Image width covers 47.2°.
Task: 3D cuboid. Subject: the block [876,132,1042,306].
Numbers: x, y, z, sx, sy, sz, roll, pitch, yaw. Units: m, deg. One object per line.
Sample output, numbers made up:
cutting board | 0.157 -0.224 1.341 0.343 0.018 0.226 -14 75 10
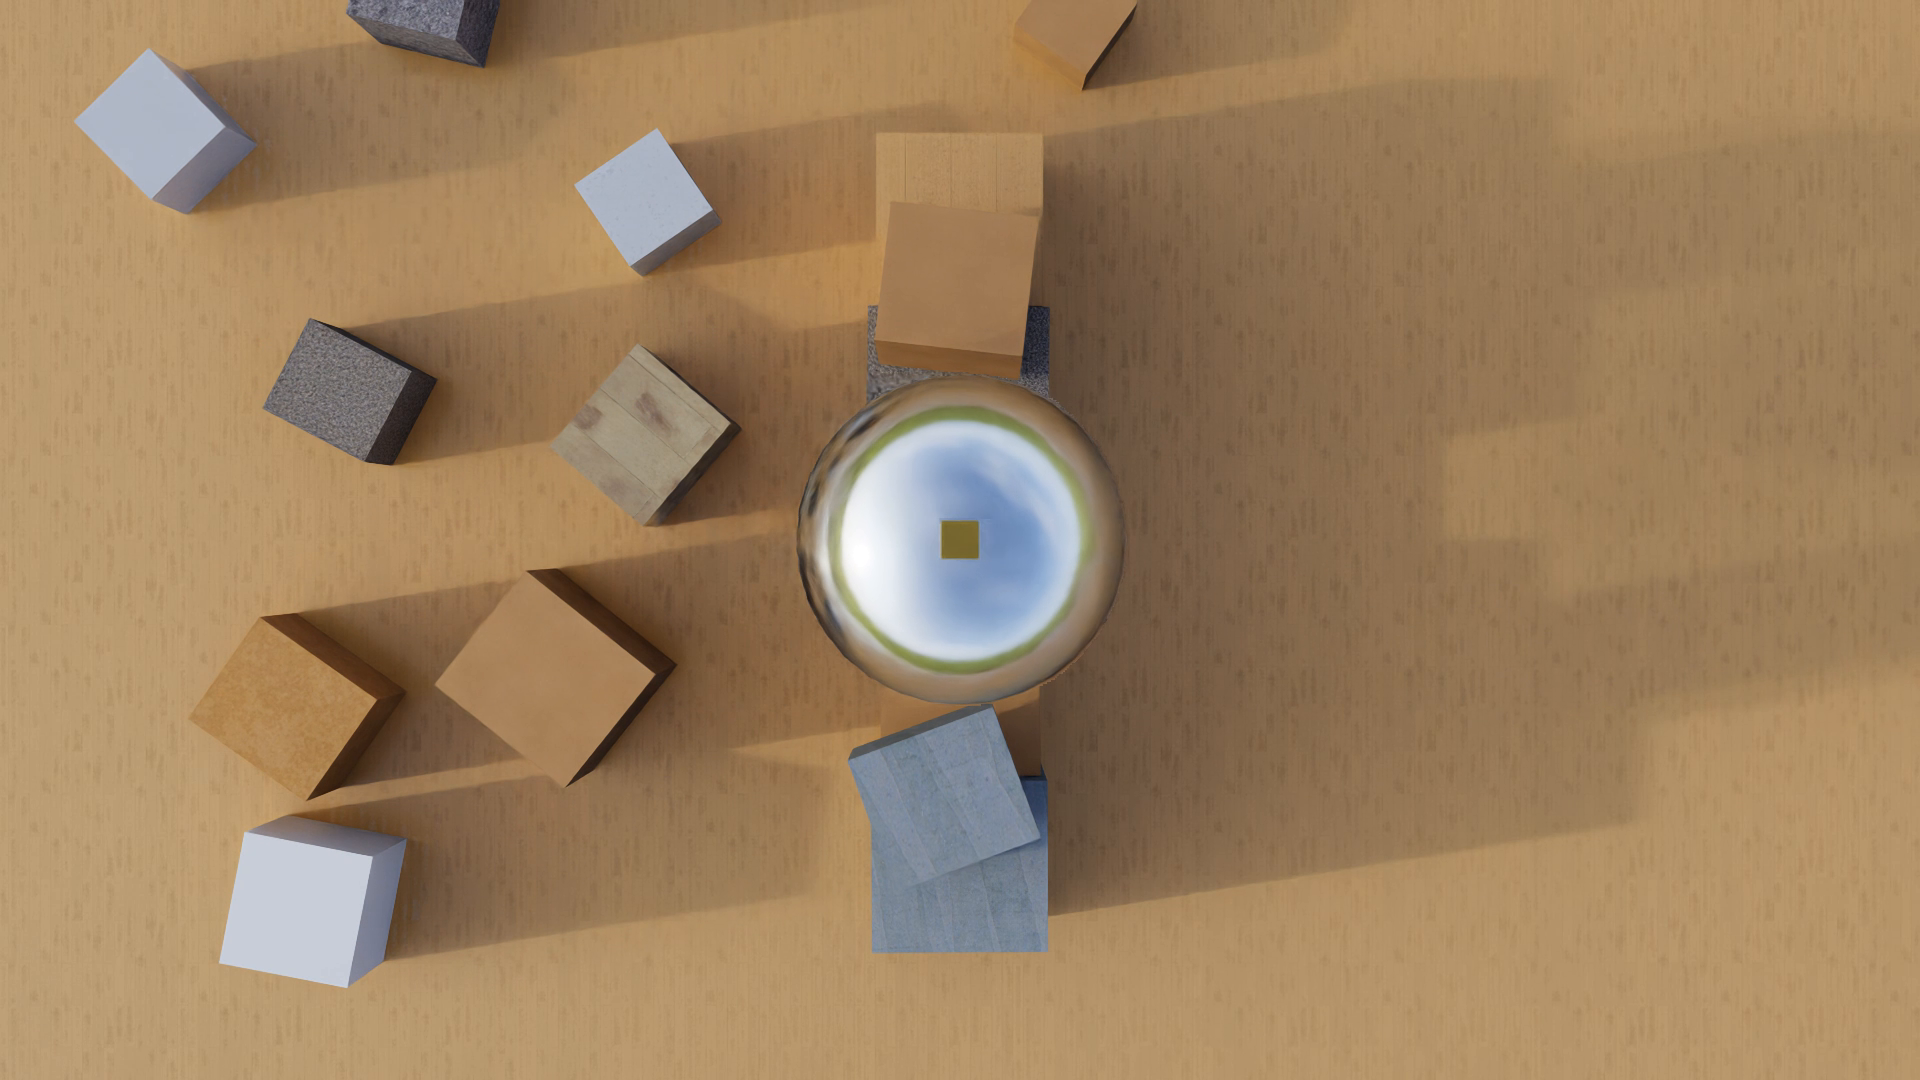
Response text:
block | -0.004 -1.759 12.530 0.917 0.939 0.949 0 90 0

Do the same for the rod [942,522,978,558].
rod | 0.003 0.000 7.260 0.080 5.200 0.080 0 90 0

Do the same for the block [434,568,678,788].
block | -2.276 0.765 12.529 0.914 0.941 0.800 39 90 0

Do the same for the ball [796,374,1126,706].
ball | 0.006 0.000 10.660 1.600 1.600 1.600 0 90 0

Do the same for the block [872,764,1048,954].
block | -0.002 1.772 12.458 0.957 1.085 0.928 0 90 0

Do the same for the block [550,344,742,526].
block | -1.797 -0.591 12.675 0.690 0.651 0.764 40 90 0

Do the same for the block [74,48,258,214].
block | -4.577 -2.351 12.710 0.592 0.580 0.619 -44 90 0

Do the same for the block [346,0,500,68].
block | -3.041 -3.183 12.629 0.629 0.742 0.661 14 90 0

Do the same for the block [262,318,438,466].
block | -3.508 -0.845 12.688 0.649 0.624 0.576 28 90 0

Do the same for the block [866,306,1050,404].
block | -0.012 -0.748 12.509 0.994 0.982 1.061 1 90 0

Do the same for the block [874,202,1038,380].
block | -0.018 -1.314 11.682 0.767 0.675 0.736 6 84 1

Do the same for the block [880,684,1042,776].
block | 0.000 0.885 12.542 0.877 0.915 0.831 -1 90 0

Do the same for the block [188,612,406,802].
block | -3.799 0.949 12.663 0.808 0.674 0.698 35 90 0

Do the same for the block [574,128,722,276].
block | -1.799 -1.948 12.748 0.572 0.503 0.562 -34 90 0

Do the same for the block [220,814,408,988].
block | -3.695 2.059 12.618 0.726 0.764 0.744 11 90 0

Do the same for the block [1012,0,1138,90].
block | 0.664 -3.010 12.780 0.502 0.440 0.514 36 90 0

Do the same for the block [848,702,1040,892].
block | -0.083 1.326 11.577 0.793 0.672 0.713 -20 90 0
